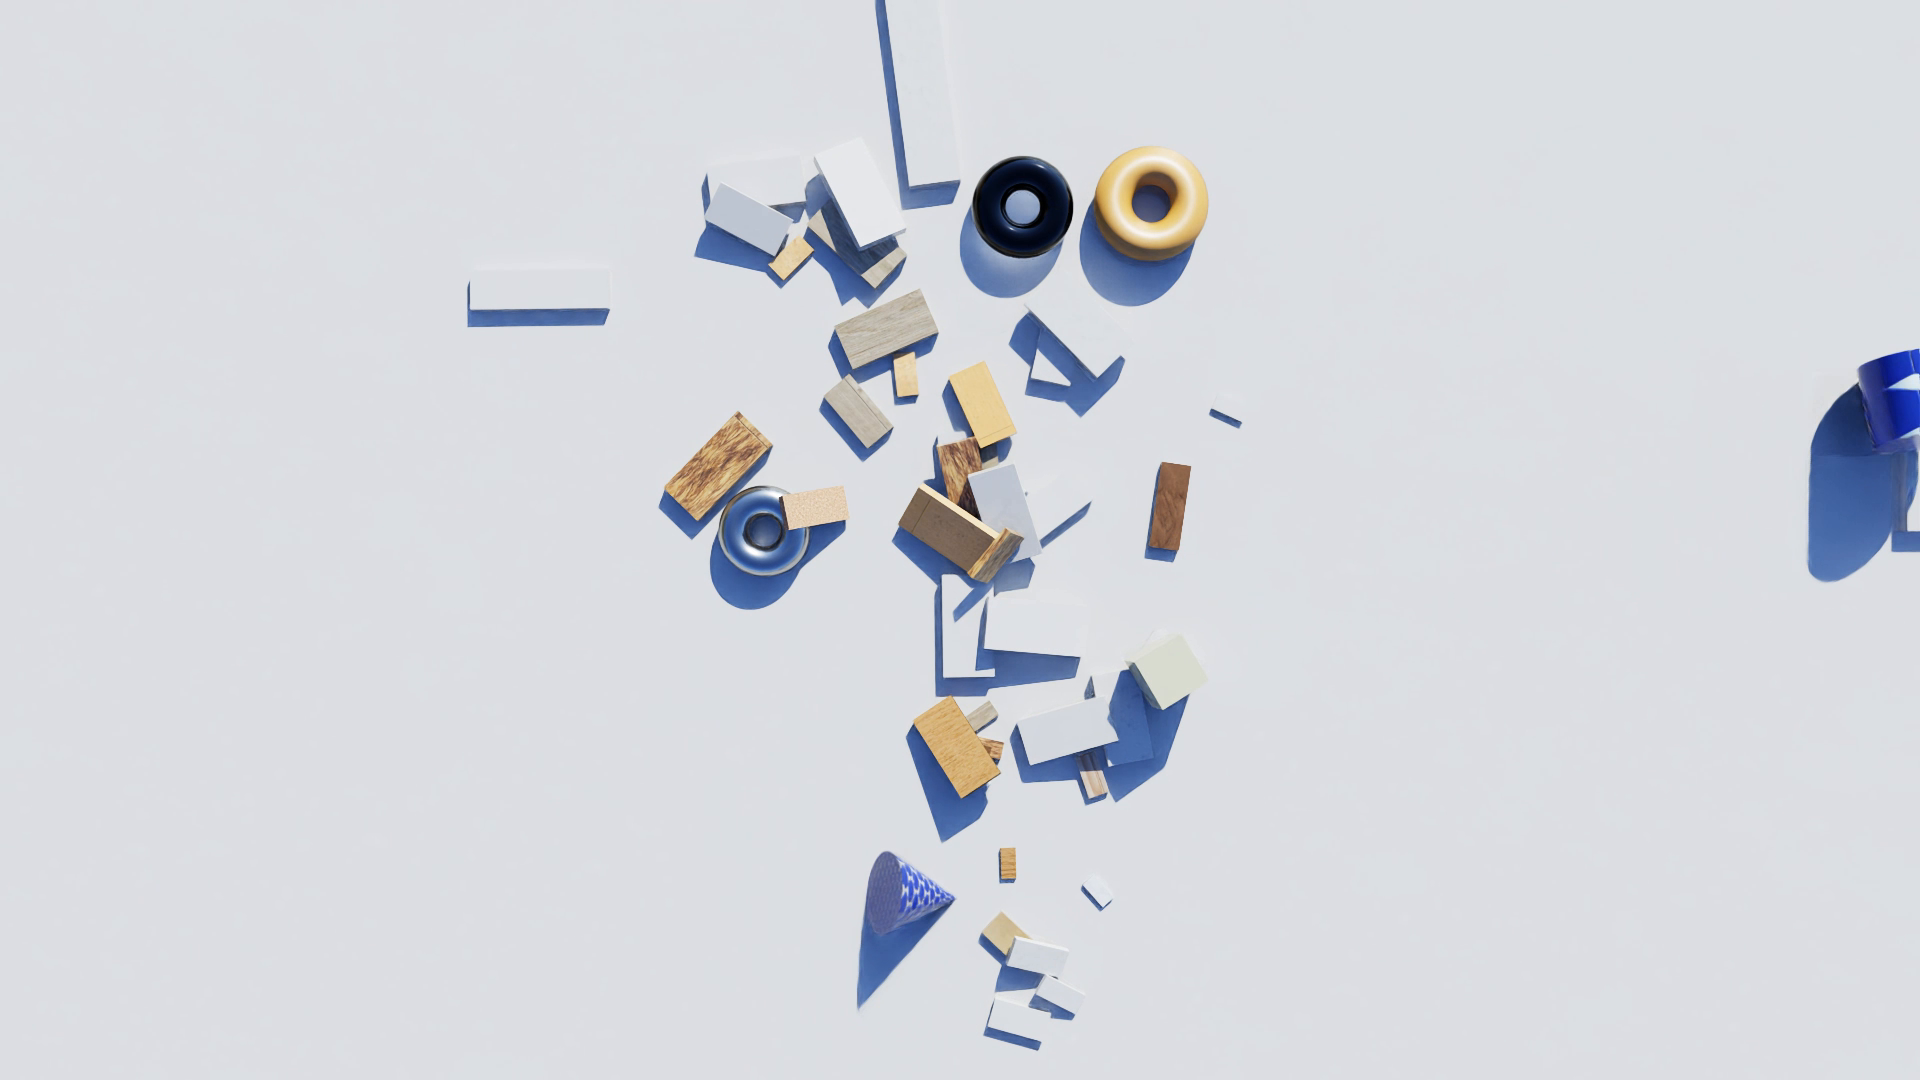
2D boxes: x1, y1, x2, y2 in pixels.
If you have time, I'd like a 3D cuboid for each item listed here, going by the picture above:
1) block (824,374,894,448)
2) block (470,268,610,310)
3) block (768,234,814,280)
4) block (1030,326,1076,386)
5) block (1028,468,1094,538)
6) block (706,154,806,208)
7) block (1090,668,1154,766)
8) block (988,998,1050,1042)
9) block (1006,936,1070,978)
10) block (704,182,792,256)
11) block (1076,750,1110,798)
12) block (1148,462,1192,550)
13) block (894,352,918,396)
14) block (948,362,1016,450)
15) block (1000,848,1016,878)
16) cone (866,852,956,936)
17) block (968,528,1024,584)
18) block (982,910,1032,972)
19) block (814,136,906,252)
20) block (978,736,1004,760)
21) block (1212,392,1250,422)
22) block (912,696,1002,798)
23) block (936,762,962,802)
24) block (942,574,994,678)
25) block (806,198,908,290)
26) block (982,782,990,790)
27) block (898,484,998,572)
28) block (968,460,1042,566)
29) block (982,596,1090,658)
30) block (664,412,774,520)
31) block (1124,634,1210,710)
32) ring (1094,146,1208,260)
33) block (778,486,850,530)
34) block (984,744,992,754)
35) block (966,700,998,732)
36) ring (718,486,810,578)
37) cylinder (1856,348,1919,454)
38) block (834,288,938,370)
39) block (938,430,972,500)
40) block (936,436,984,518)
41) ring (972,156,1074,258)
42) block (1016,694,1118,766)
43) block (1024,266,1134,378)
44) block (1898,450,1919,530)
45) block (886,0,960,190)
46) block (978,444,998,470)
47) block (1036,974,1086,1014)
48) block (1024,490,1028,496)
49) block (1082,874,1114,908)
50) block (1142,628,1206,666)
[{"bbox_3d":[-0.337,-0.428,5.484,0.114,0.032,0.228,-40,90,0],"label":"block"},{"bbox_3d":[-1.395,-0.832,5.481,0.456,0.037,0.131,-1,90,0],"label":"block"},{"bbox_3d":[-0.561,-0.940,5.490,0.142,0.020,0.071,-45,90,0],"label":"block"},{"bbox_3d":[0.327,-0.652,5.481,0.131,0.037,0.262,12,90,0],"label":"block"},{"bbox_3d":[0.298,-0.109,5.481,0.262,0.037,0.131,-37,90,0],"label":"block"},{"bbox_3d":[-0.675,-1.180,5.478,0.311,0.044,0.156,-7,90,0],"label":"block"},{"bbox_3d":[0.539,0.586,5.478,0.152,0.043,0.304,-11,90,0],"label":"block"},{"bbox_3d":[0.197,1.594,5.486,0.191,0.027,0.095,16,90,0],"label":"block"},{"bbox_3d":[0.256,1.379,5.457,0.191,0.027,0.095,16,97,-15],"label":"block"},{"bbox_3d":[-0.699,-1.060,5.447,0.263,0.037,0.131,27,103,-9],"label":"block"},{"bbox_3d":[0.440,0.781,5.490,0.071,0.020,0.141,-19,90,0],"label":"block"},{"bbox_3d":[0.699,-0.112,5.486,0.099,0.028,0.284,8,90,0],"label":"block"},{"bbox_3d":[-0.180,-0.551,5.490,0.071,0.020,0.142,-6,90,0],"label":"block"},{"bbox_3d":[0.075,-0.447,5.468,0.131,0.037,0.263,-24,85,-2],"label":"block"},{"bbox_3d":[0.162,1.076,5.493,0.050,0.014,0.100,-2,90,0],"label":"block"},{"bbox_3d":[-0.128,1.174,5.439,0.271,0.271,0.271,11,90,-27],"label":"cone"},{"bbox_3d":[0.118,0.051,5.379,0.197,0.099,0.028,-51,59,12],"label":"block"},{"bbox_3d":[0.175,1.334,5.486,0.191,0.027,0.095,43,90,0],"label":"block"},{"bbox_3d":[-0.330,-1.141,5.440,0.172,0.049,0.344,-25,85,-14],"label":"block"},{"bbox_3d":[0.085,0.690,5.492,0.115,0.016,0.058,12,90,0],"label":"block"},{"bbox_3d":[0.900,-0.441,5.492,0.113,0.016,0.056,25,90,0],"label":"block"},{"bbox_3d":[-0.011,0.683,5.443,0.152,0.043,0.304,-33,76,0],"label":"block"},{"bbox_3d":[-0.018,0.793,5.490,0.071,0.020,0.141,-29,90,0],"label":"block"},{"bbox_3d":[0.027,0.283,5.476,0.169,0.048,0.338,-1,90,0],"label":"block"},{"bbox_3d":[-0.342,-0.996,5.478,0.311,0.044,0.156,43,90,0],"label":"block"},{"bbox_3d":[0.062,0.778,5.474,0.014,0.050,0.100,-38,90,18],"label":"block"},{"bbox_3d":[-0.034,-0.032,5.427,0.316,0.045,0.158,34,117,6],"label":"block"},{"bbox_3d":[0.149,-0.085,5.416,0.158,0.045,0.316,-17,103,6],"label":"block"},{"bbox_3d":[0.250,0.287,5.449,0.338,0.048,0.169,6,89,-9],"label":"block"},{"bbox_3d":[-0.802,-0.246,5.478,0.158,0.045,0.355,44,90,0],"label":"block"},{"bbox_3d":[0.672,0.426,5.374,0.179,0.179,0.179,-31,90,-6],"label":"block"},{"bbox_3d":[0.630,-1.109,5.438,0.379,0.126,0.379,0,90,1],"label":"ring"},{"bbox_3d":[-0.479,-0.106,5.426,0.228,0.032,0.114,-11,90,-32],"label":"block"},{"bbox_3d":[0.043,0.701,5.474,0.115,0.016,0.058,15,90,3],"label":"block"},{"bbox_3d":[0.066,0.590,5.492,0.115,0.016,0.058,-35,90,0],"label":"block"},{"bbox_3d":[-0.646,-0.029,5.451,0.305,0.102,0.305,0,91,-1],"label":"ring"},{"bbox_3d":[3.080,-0.448,5.339,0.272,0.272,0.272,-5,78,0],"label":"cylinder"},{"bbox_3d":[-0.244,-0.699,5.478,0.311,0.044,0.156,-24,90,0],"label":"block"},{"bbox_3d":[-0.008,-0.244,5.484,0.114,0.032,0.228,-5,90,0],"label":"block"},{"bbox_3d":[0.017,-0.199,5.433,0.131,0.037,0.262,-13,103,2],"label":"block"},{"bbox_3d":[0.207,-1.099,5.445,0.339,0.113,0.339,0,91,1],"label":"ring"},{"bbox_3d":[0.357,0.628,5.453,0.304,0.043,0.152,-17,89,9],"label":"block"},{"bbox_3d":[0.392,-0.716,5.439,0.172,0.049,0.344,-45,90,0],"label":"block"},{"bbox_3d":[3.215,-0.200,5.476,0.169,0.048,0.338,0,90,0],"label":"block"},{"bbox_3d":[-0.128,-1.528,5.476,0.172,0.049,0.699,-7,90,0],"label":"block"},{"bbox_3d":[0.088,-0.302,5.490,0.071,0.020,0.142,-4,90,0],"label":"block"},{"bbox_3d":[0.333,1.506,5.470,0.159,0.020,0.071,30,90,-15],"label":"block"},{"bbox_3d":[0.173,-0.129,5.473,0.113,0.056,0.016,-47,130,0],"label":"block"},{"bbox_3d":[0.460,1.168,5.493,0.050,0.014,0.100,-42,90,0],"label":"block"},{"bbox_3d":[0.704,0.389,5.486,0.197,0.028,0.099,33,90,0],"label":"block"}]
